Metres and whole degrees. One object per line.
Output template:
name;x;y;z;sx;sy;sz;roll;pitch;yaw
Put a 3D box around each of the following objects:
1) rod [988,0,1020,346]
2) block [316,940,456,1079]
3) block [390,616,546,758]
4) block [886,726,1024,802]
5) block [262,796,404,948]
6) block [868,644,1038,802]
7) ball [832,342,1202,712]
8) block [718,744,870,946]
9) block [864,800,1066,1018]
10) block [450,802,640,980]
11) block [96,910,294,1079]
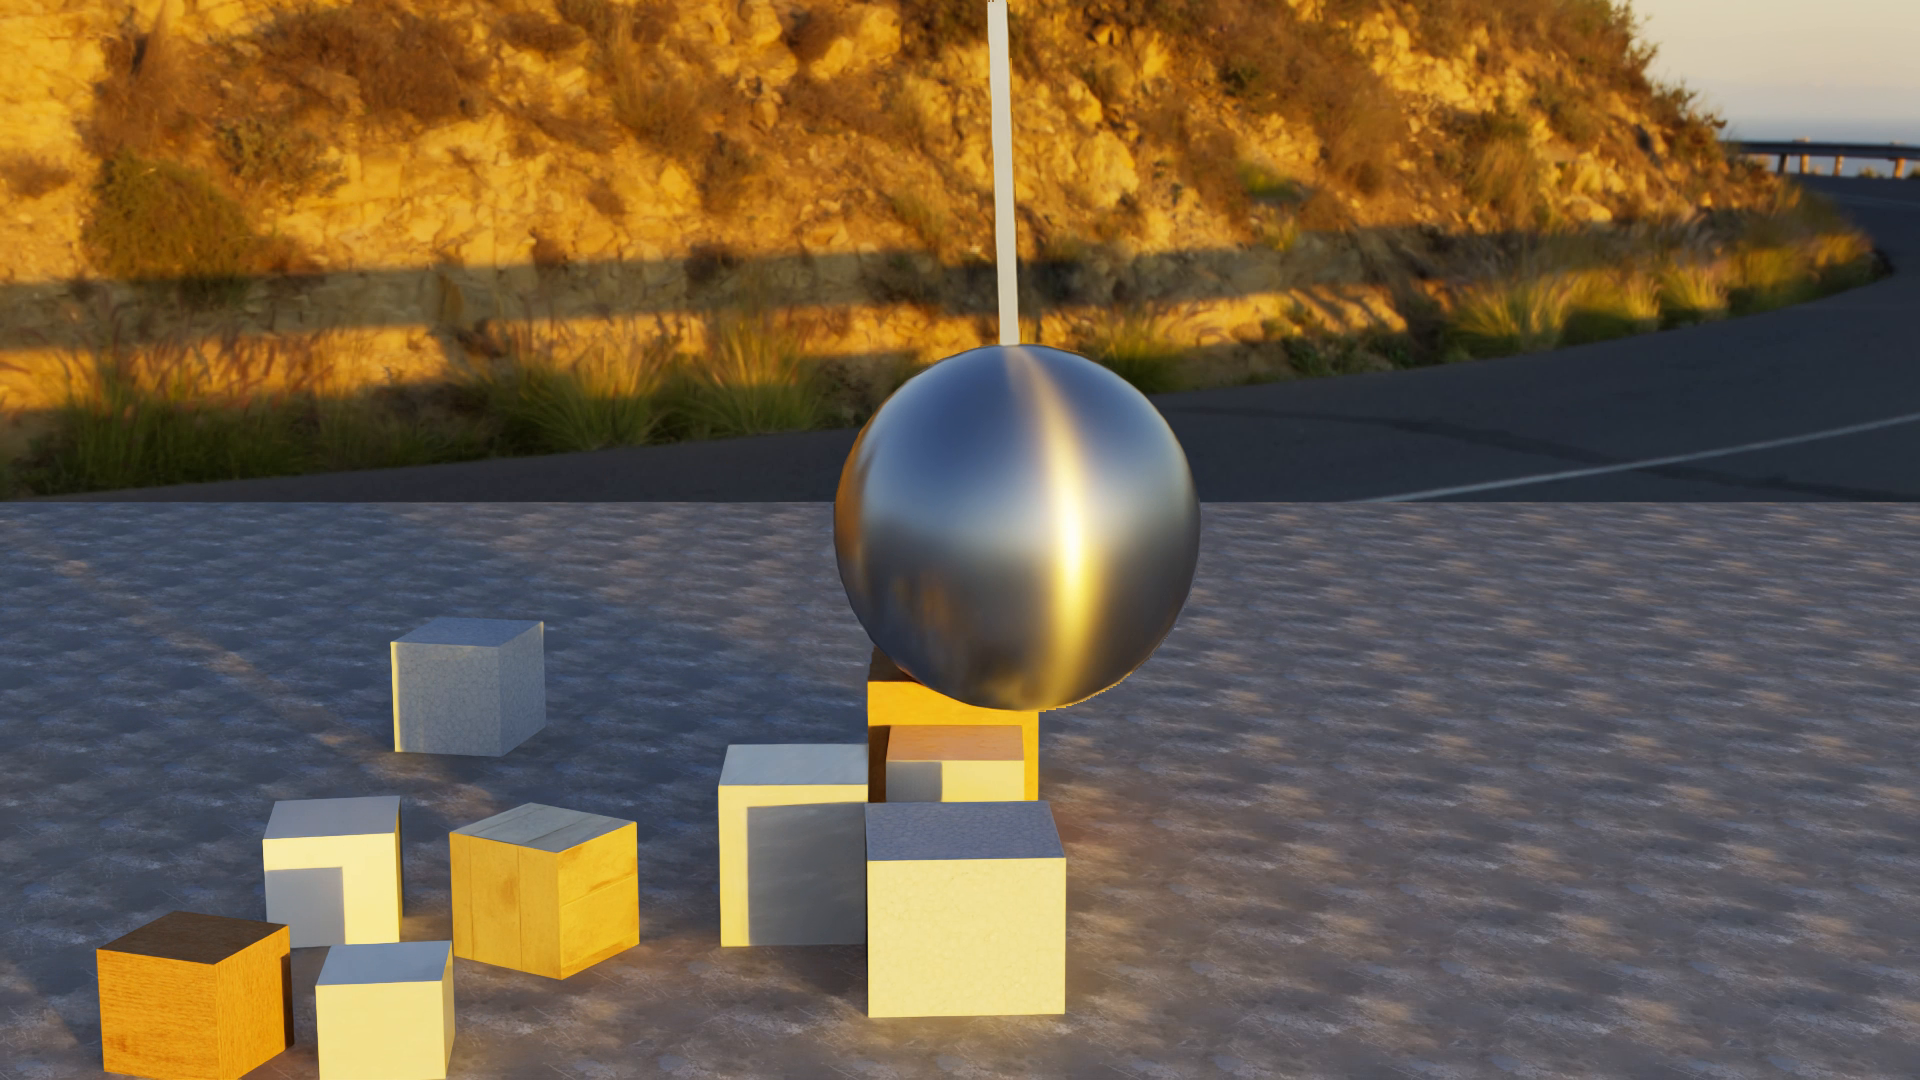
rod;0.107;-3.398;10.563;0.080;5.200;0.080;-2;10;0
block;-2.061;1.694;9.236;0.434;0.362;0.432;-1;10;-6
block;-2.610;0.774;13.672;0.591;0.586;0.652;2;11;11
block;-0.019;1.187;11.375;0.595;0.595;0.611;0;10;0
block;-2.601;1.377;10.698;0.520;0.462;0.565;-2;10;-10
block;-0.030;0.964;12.028;0.770;0.800;0.739;0;10;0
ball;0.246;-0.056;11.170;1.600;1.600;1.600;0;10;0
block;-0.681;1.264;10.722;0.600;0.676;0.644;0;10;-1
block;0.006;1.425;10.016;0.741;0.612;0.778;-1;10;-3
block;-1.676;1.409;10.370;0.553;0.517;0.496;6;12;30
block;-2.745;1.646;9.236;0.491;0.456;0.450;4;11;19
